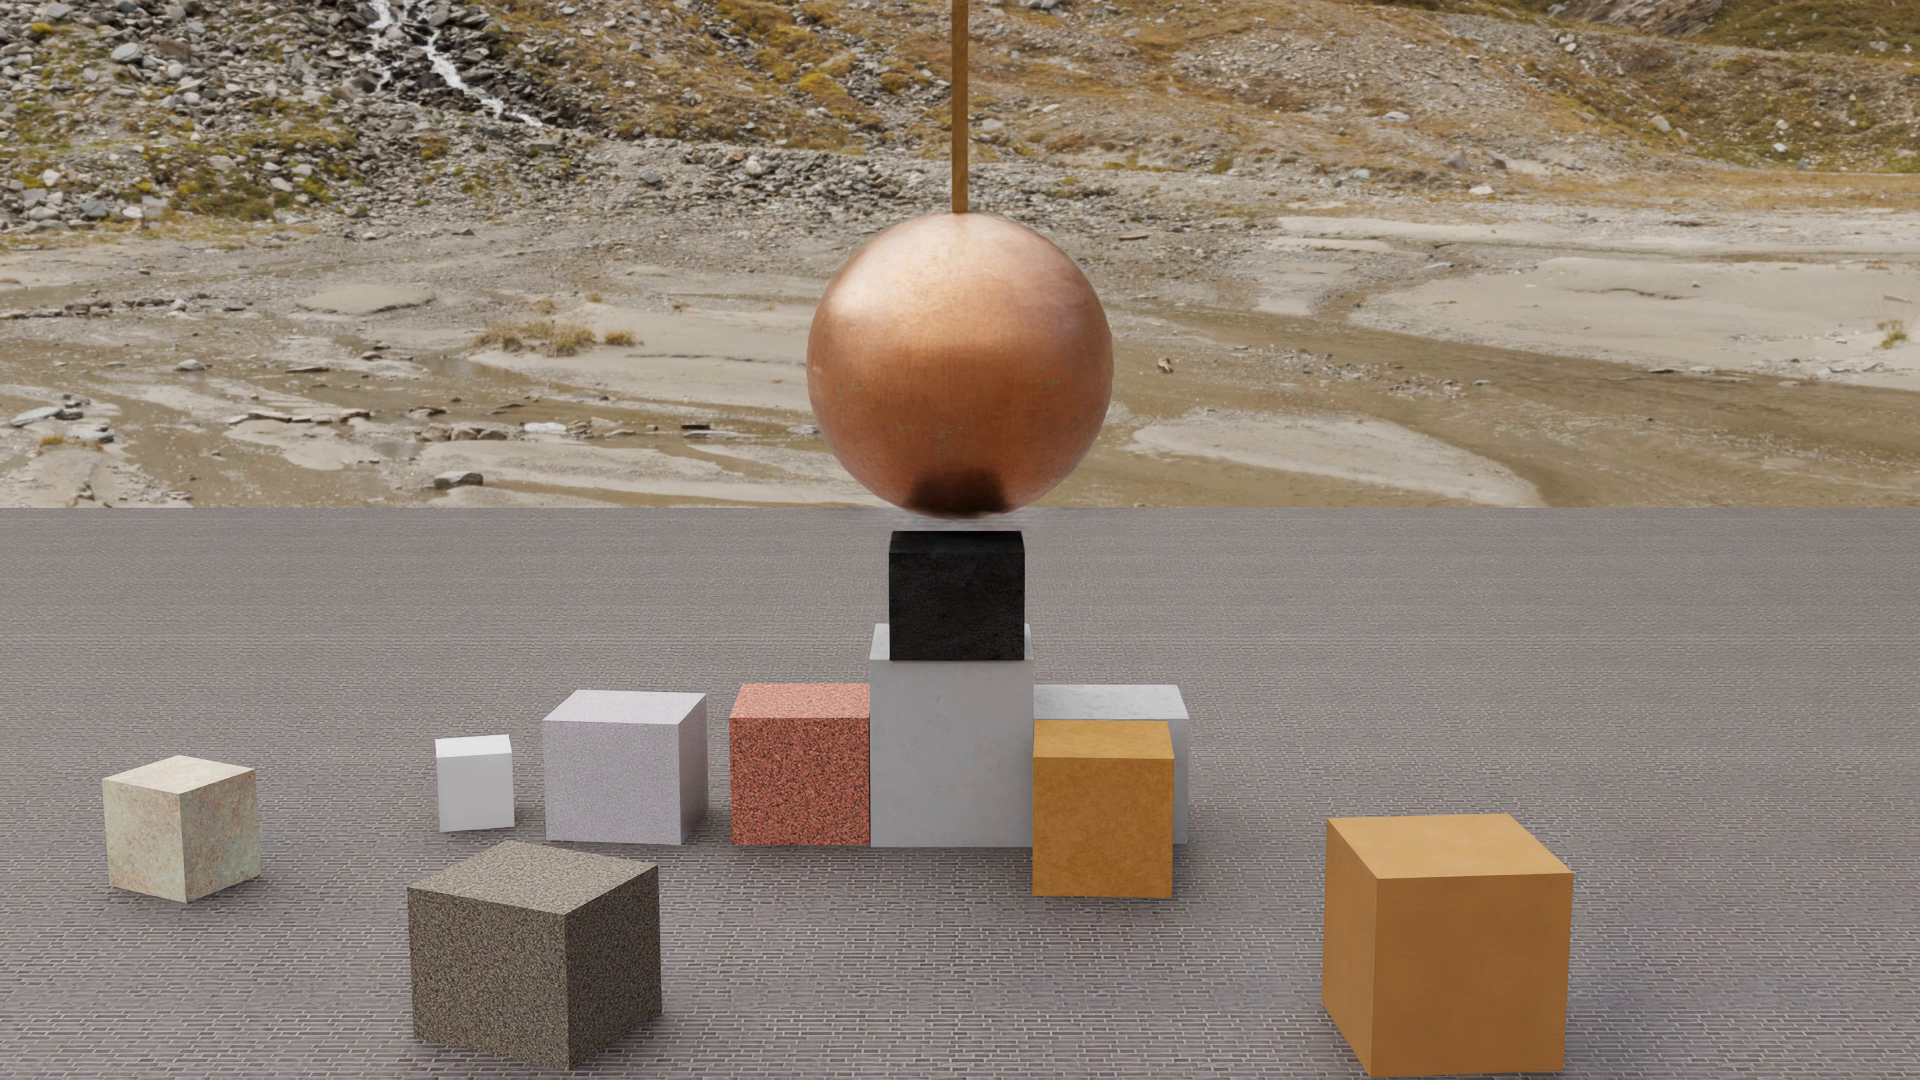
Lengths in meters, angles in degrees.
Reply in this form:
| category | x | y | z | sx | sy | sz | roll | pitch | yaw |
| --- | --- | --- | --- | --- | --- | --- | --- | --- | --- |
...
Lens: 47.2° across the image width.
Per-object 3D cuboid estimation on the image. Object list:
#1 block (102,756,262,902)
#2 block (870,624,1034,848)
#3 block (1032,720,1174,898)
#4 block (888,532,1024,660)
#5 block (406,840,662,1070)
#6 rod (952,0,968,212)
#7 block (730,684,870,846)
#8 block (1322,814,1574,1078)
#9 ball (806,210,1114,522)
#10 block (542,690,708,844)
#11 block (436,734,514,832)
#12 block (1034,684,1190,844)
| category | x | y | z | sx | sy | sz | roll | pitch | yaw |
| --- | --- | --- | --- | --- | --- | --- | --- | --- | --- |
| block | -3.723 | 1.375 | 10.529 | 0.512 | 0.528 | 0.467 | 6 | 12 | 28 |
| block | -0.041 | 0.995 | 11.378 | 0.816 | 0.971 | 0.816 | 0 | 10 | 0 |
| block | 0.683 | 1.286 | 10.604 | 0.654 | 0.676 | 0.666 | 0 | 10 | 3 |
| block | -0.016 | 0.275 | 11.116 | 0.667 | 0.541 | 0.603 | 0 | 10 | 0 |
| block | -1.691 | 1.641 | 8.792 | 0.742 | 0.626 | 0.647 | 5 | 11 | 25 |
| rod | 0.000 | -4.199 | 10.581 | 0.080 | 5.200 | 0.080 | 0 | 14 | 0 |
| block | -0.805 | 1.151 | 11.387 | 0.696 | 0.662 | 0.706 | 0 | 10 | 0 |
| block | 1.899 | 1.580 | 8.671 | 0.753 | 0.790 | 0.746 | -1 | 10 | -5 |
| ball | 0.000 | -0.898 | 11.396 | 1.600 | 1.600 | 1.600 | 0 | 10 | 0 |
| block | -1.720 | 1.167 | 11.390 | 0.699 | 0.628 | 0.627 | 1 | 10 | 6 |
| block | -2.536 | 1.267 | 11.488 | 0.378 | 0.396 | 0.364 | -3 | 11 | -14 |
| block | 0.762 | 1.152 | 11.402 | 0.778 | 0.653 | 0.698 | 0 | 10 | 0 |
